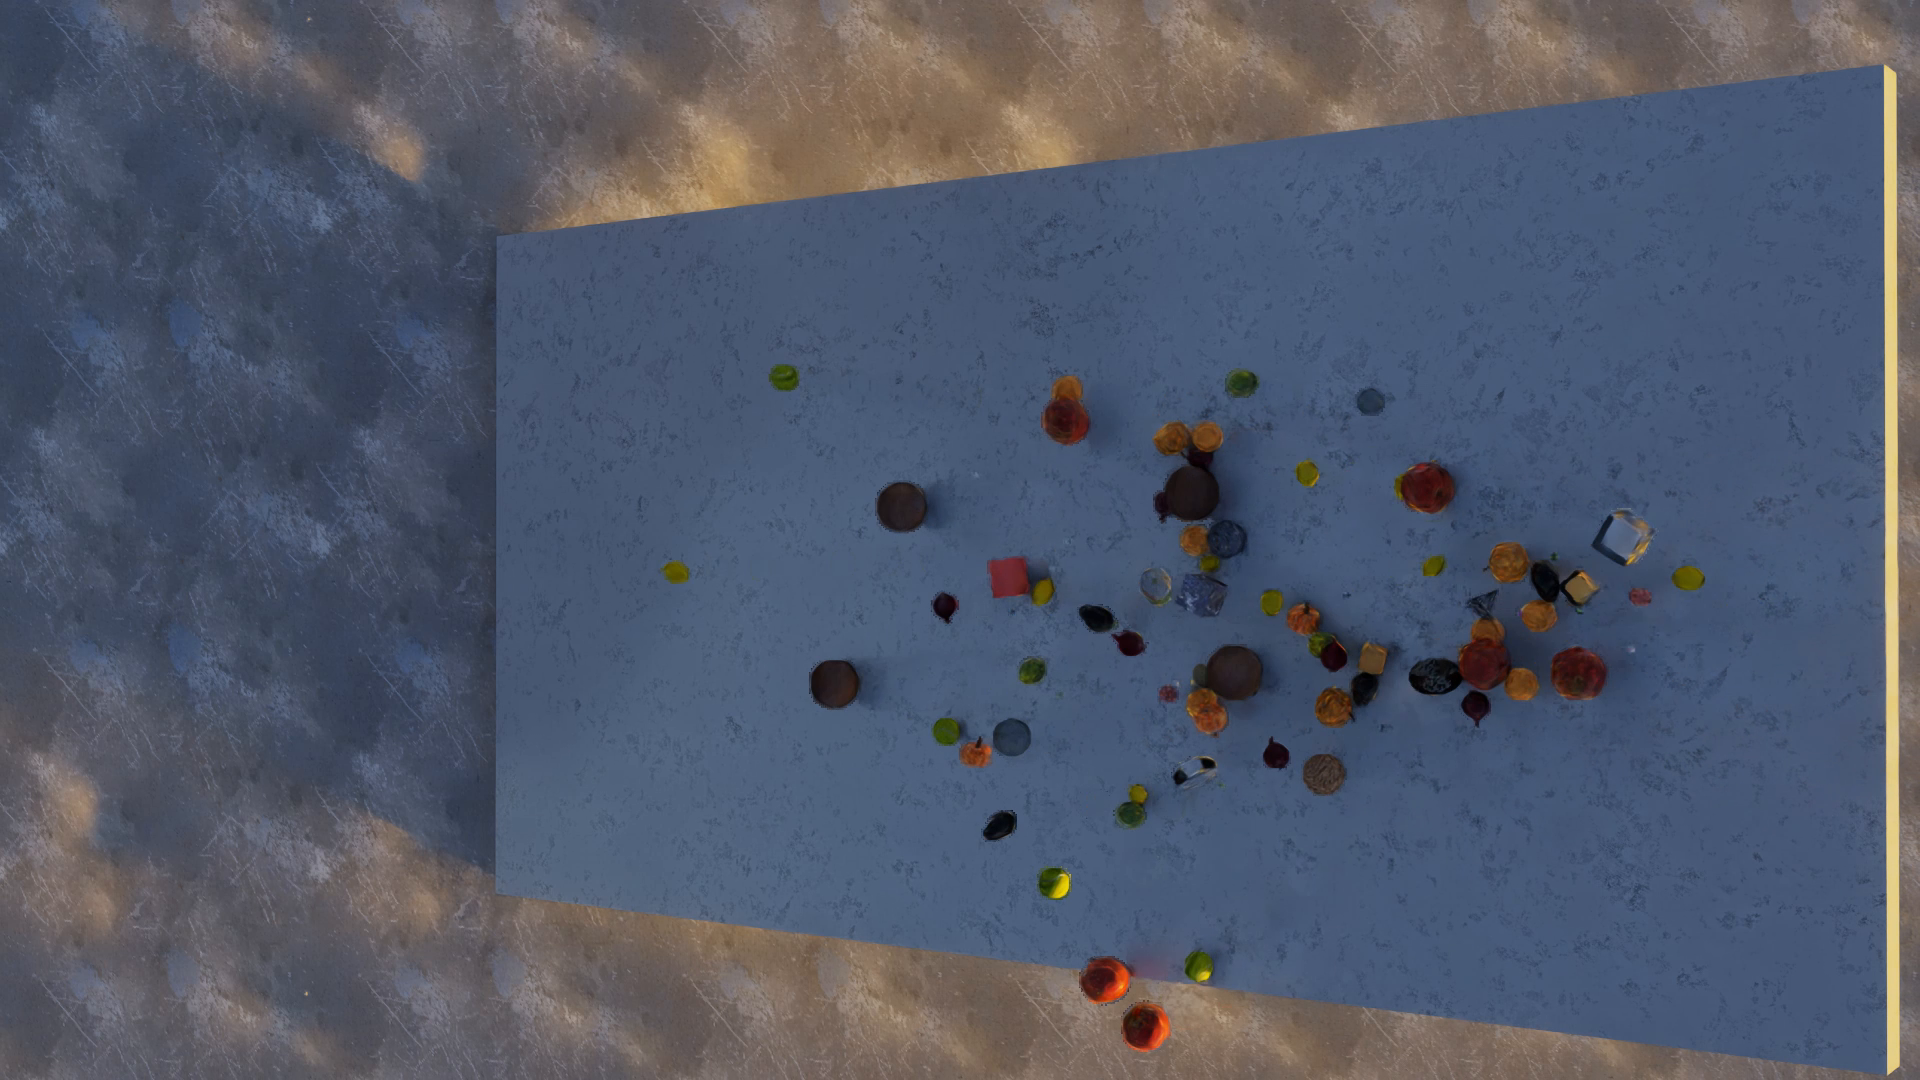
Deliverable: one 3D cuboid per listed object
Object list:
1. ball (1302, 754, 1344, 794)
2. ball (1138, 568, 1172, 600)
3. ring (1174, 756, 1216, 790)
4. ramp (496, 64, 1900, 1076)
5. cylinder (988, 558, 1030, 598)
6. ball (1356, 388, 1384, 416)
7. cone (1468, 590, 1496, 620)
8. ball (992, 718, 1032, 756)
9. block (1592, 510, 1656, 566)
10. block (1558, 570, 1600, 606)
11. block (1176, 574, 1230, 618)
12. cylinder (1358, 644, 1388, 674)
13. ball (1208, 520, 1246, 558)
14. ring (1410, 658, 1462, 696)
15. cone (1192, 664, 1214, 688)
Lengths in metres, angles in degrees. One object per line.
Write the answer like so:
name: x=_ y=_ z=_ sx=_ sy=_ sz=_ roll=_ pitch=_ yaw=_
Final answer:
ball: x=0.829 y=0.533 z=5.012 sx=0.094 sy=0.094 sz=0.094 roll=0 pitch=90 yaw=0
ball: x=0.446 y=0.101 z=5.036 sx=0.076 sy=0.076 sz=0.076 roll=0 pitch=90 yaw=0
ring: x=0.556 y=0.550 z=5.199 sx=0.108 sy=0.108 sz=0.036 roll=-24 pitch=56 yaw=0
ramp: x=0.239 y=0.066 z=5.561 sx=4.000 sy=0.100 sz=2.000 roll=0 pitch=89 yaw=36
cylinder: x=0.123 y=0.095 z=5.521 sx=0.093 sy=0.093 sz=0.093 roll=-8 pitch=89 yaw=0
ball: x=0.926 y=-0.312 z=4.970 sx=0.059 sy=0.059 sz=0.059 roll=0 pitch=90 yaw=0
cone: x=1.147 y=0.130 z=4.779 sx=0.061 sy=0.061 sz=0.061 roll=-44 pitch=90 yaw=-11
ball: x=0.123 y=0.467 z=5.201 sx=0.091 sy=0.091 sz=0.091 roll=0 pitch=90 yaw=0
block: x=1.380 y=-0.005 z=4.572 sx=0.079 sy=0.079 sz=0.079 roll=38 pitch=121 yaw=29
block: x=1.319 y=0.102 z=4.686 sx=0.053 sy=0.053 sz=0.053 roll=-46 pitch=65 yaw=26
block: x=0.574 y=0.130 z=5.209 sx=0.078 sy=0.078 sz=0.078 roll=28 pitch=106 yaw=33
cylinder: x=0.930 y=0.268 z=4.952 sx=0.055 sy=0.055 sz=0.055 roll=14 pitch=102 yaw=0
ball: x=0.626 y=-0.002 z=5.166 sx=0.088 sy=0.088 sz=0.088 roll=0 pitch=90 yaw=0
ring: x=1.049 y=0.301 z=4.850 sx=0.116 sy=0.116 sz=0.039 roll=-12 pitch=119 yaw=0
cone: x=0.564 y=0.334 z=5.221 sx=0.060 sy=0.060 sz=0.060 roll=12 pitch=62 yaw=-22
